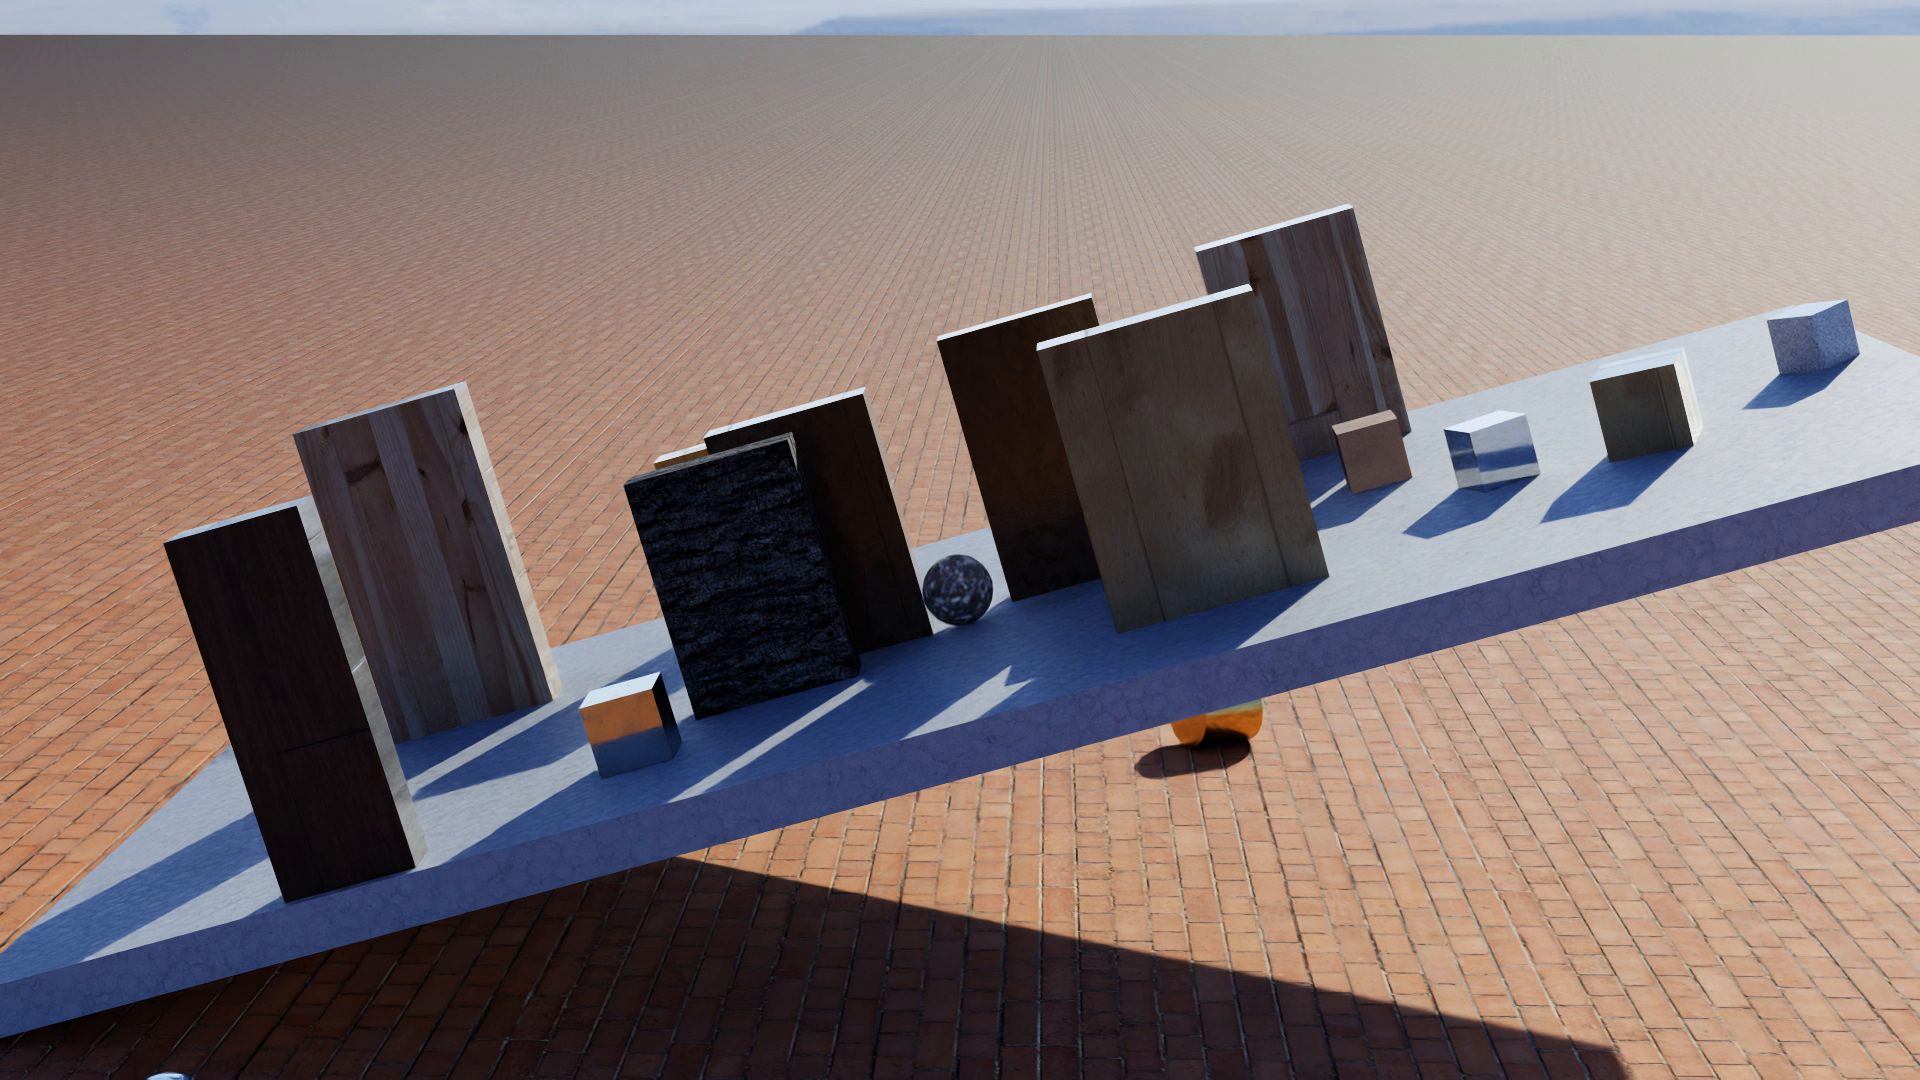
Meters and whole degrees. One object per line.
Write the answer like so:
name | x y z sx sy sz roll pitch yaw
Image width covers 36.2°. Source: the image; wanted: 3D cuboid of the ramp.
ramp | 0.087 0.188 6.323 4.000 0.100 2.000 -15 10 5

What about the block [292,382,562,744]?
block | -1.209 0.053 6.705 0.382 0.743 0.130 -15 10 5

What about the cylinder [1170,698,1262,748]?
cylinder | 0.672 0.447 7.731 0.178 0.178 0.178 -6 12 -28

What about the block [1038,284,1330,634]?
block | 0.431 -0.156 5.688 0.424 0.574 0.118 -15 10 5

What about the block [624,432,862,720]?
block | -0.443 0.074 6.023 0.347 0.507 0.104 -15 10 5

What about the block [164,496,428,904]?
block | -1.227 0.296 5.455 0.258 0.707 0.114 -15 10 5

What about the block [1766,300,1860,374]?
block | 1.835 -0.437 6.325 0.122 0.122 0.122 -22 11 -32

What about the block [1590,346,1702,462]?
block | 1.398 -0.276 5.984 0.171 0.171 0.171 -12 10 23

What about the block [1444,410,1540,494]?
block | 1.099 -0.183 6.075 0.129 0.129 0.129 -18 10 -12

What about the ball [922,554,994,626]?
ball | -0.004 0.105 6.200 0.150 0.150 0.150 0 10 0

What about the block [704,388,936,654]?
block | -0.294 -0.017 6.222 0.347 0.531 0.104 -15 10 5

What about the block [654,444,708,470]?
block | -0.505 -0.028 6.951 0.312 0.428 0.113 -15 10 5

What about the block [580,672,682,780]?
block | -0.647 0.364 5.791 0.147 0.147 0.147 -16 10 4

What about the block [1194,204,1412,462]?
block | 0.810 -0.475 6.960 0.378 0.547 0.120 -15 10 5

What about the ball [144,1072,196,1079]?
ball | -1.331 0.973 4.940 0.156 0.156 0.156 0 10 0

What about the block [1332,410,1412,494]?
block | 0.902 -0.194 6.448 0.134 0.134 0.134 -15 10 5

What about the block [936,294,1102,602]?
block | 0.195 -0.196 6.275 0.338 0.584 0.087 -15 10 5
